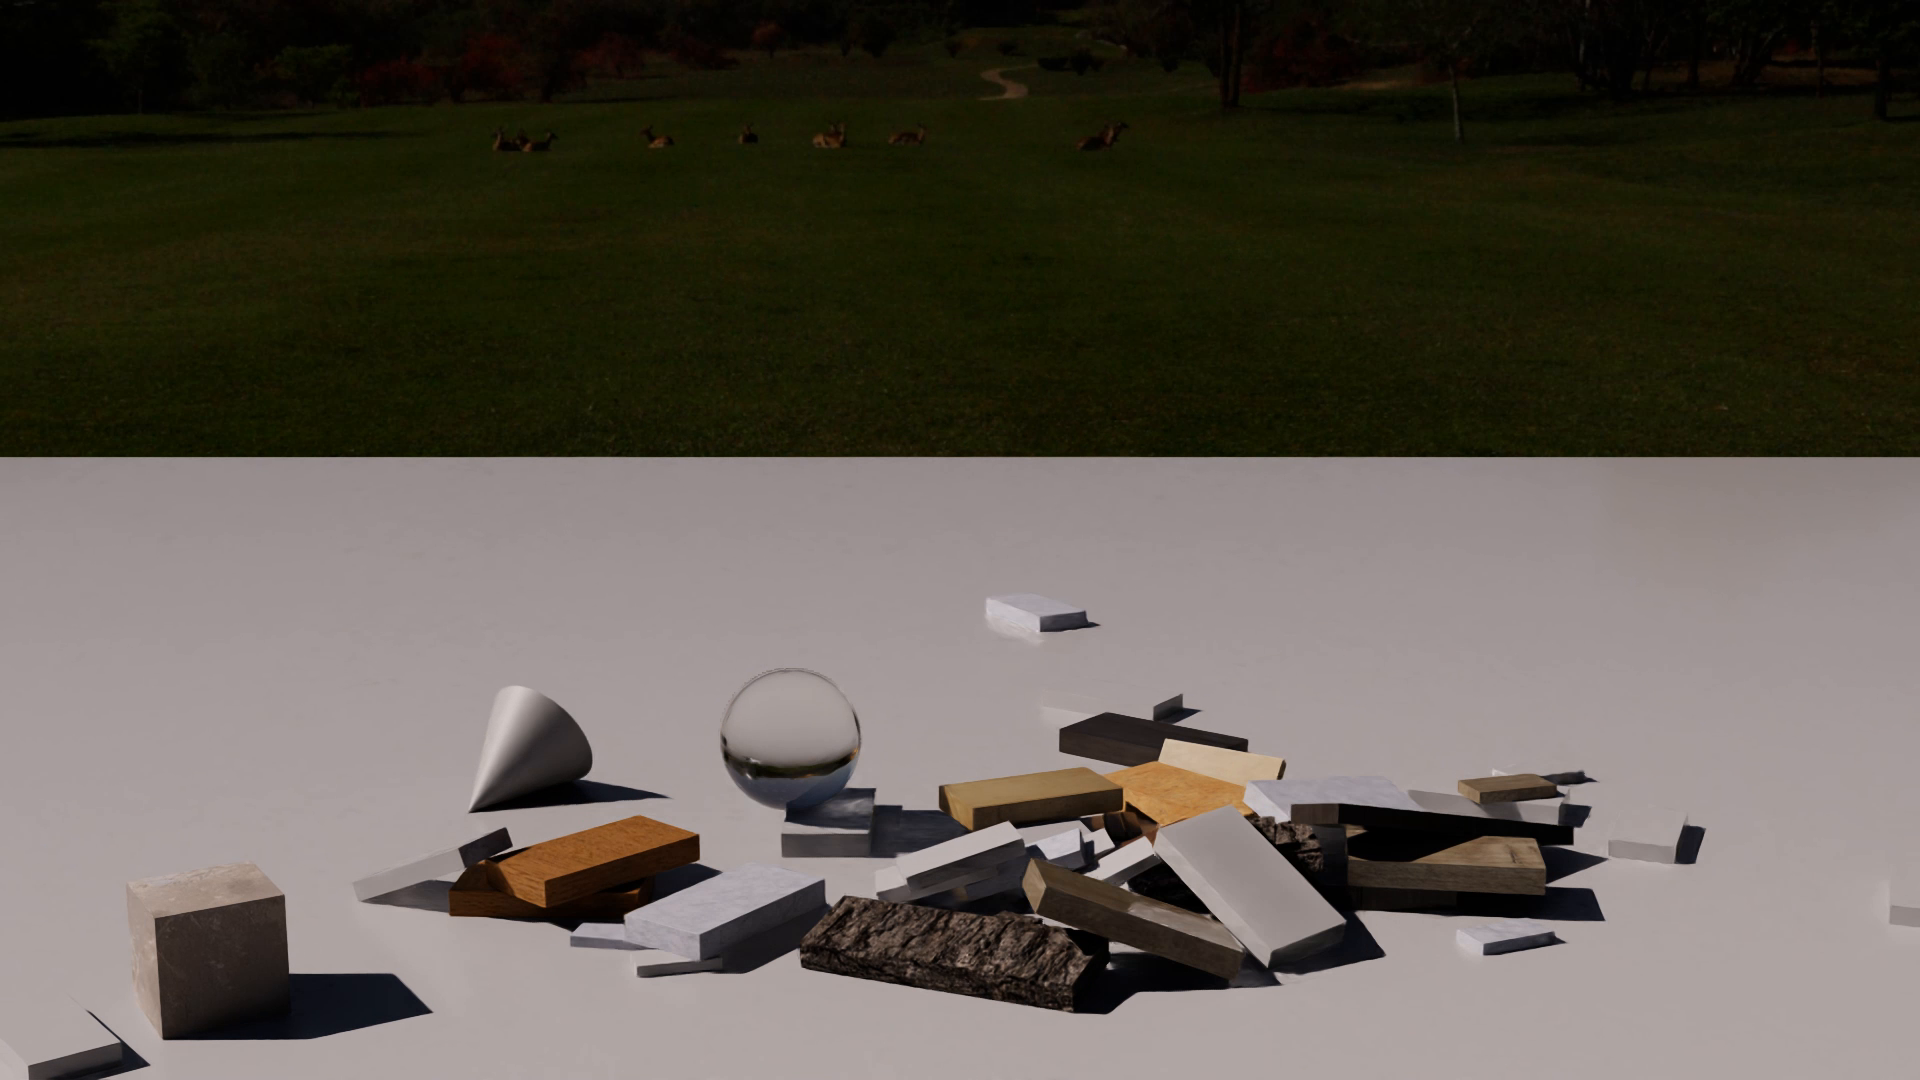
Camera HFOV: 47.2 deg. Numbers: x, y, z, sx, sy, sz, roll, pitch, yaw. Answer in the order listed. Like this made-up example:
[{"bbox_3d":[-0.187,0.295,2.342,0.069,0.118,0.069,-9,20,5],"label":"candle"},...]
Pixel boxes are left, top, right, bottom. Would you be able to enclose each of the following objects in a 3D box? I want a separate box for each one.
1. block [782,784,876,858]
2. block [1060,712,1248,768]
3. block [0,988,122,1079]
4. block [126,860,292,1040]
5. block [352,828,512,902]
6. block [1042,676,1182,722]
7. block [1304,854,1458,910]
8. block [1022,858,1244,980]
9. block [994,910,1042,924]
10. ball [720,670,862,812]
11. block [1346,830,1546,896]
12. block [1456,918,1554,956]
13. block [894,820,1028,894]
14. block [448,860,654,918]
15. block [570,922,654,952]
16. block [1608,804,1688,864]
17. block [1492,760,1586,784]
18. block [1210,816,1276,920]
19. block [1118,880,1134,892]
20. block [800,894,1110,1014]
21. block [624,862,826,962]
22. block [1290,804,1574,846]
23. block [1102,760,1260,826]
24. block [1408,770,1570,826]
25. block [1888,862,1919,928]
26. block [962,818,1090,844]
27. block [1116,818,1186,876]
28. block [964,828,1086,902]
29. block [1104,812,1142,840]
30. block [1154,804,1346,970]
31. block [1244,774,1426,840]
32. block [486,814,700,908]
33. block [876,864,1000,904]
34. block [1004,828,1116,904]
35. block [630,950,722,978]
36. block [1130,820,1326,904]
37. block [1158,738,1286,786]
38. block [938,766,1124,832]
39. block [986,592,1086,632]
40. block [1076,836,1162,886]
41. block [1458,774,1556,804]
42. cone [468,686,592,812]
[{"bbox_3d":[-0.235,0.507,3.995,0.153,0.043,0.307,0,11,0],"label":"block"},{"bbox_3d":[0.391,0.418,4.464,0.344,0.049,0.172,8,13,37],"label":"block"},{"bbox_3d":[-1.265,0.688,3.044,0.122,0.035,0.245,-9,14,-39],"label":"block"},{"bbox_3d":[-1.088,0.589,3.182,0.179,0.179,0.179,-7,12,-32],"label":"block"},{"bbox_3d":[-0.870,0.535,3.625,0.245,0.035,0.122,-20,0,28],"label":"block"},{"bbox_3d":[0.336,0.352,4.844,0.276,0.039,0.138,7,12,32],"label":"block"},{"bbox_3d":[0.654,0.569,3.661,0.312,0.044,0.156,0,11,0],"label":"block"},{"bbox_3d":[0.258,0.571,3.320,0.319,0.045,0.159,20,5,-8],"label":"block"},{"bbox_3d":[0.063,0.619,3.456,0.071,0.020,0.142,6,12,31],"label":"block"},{"bbox_3d":[-0.305,0.361,3.967,0.255,0.255,0.255,0,11,0],"label":"ball"},{"bbox_3d":[0.796,0.531,3.626,0.312,0.044,0.156,2,11,8],"label":"block"},{"bbox_3d":[0.855,0.621,3.448,0.136,0.019,0.068,-5,11,-23],"label":"block"},{"bbox_3d":[0.001,0.519,3.608,0.201,0.028,0.100,-18,12,-9],"label":"block"},{"bbox_3d":[-0.670,0.576,3.628,0.307,0.043,0.153,0,11,2],"label":"block"},{"bbox_3d":[-0.538,0.622,3.446,0.130,0.018,0.065,2,11,11],"label":"block"},{"bbox_3d":[1.232,0.525,3.934,0.112,0.032,0.225,4,11,23],"label":"block"},{"bbox_3d":[1.133,0.460,4.308,0.160,0.023,0.080,-4,11,-22],"label":"block"},{"bbox_3d":[0.458,0.533,3.546,0.098,0.028,0.196,-2,44,12],"label":"block"},{"bbox_3d":[0.248,0.588,3.514,0.071,0.020,0.142,-38,8,6],"label":"block"},{"bbox_3d":[-0.009,0.621,3.318,0.440,0.045,0.159,4,20,23],"label":"block"},{"bbox_3d":[-0.368,0.584,3.481,0.153,0.043,0.307,7,13,34],"label":"block"},{"bbox_3d":[0.807,0.483,3.725,0.553,0.032,0.113,9,-12,-32],"label":"block"},{"bbox_3d":[0.428,0.487,4.091,0.172,0.049,0.344,-9,14,-41],"label":"block"},{"bbox_3d":[0.993,0.485,4.129,0.276,0.039,0.138,5,11,23],"label":"block"},{"bbox_3d":[1.586,0.585,3.607,0.112,0.032,0.225,4,11,22],"label":"block"},{"bbox_3d":[0.119,0.518,3.922,0.172,0.049,0.344,-3,11,-14],"label":"block"},{"bbox_3d":[0.293,0.526,3.662,0.196,0.028,0.098,-23,10,5],"label":"block"},{"bbox_3d":[0.108,0.538,3.645,0.201,0.028,0.100,-19,12,7],"label":"block"},{"bbox_3d":[0.295,0.520,3.999,0.058,0.016,0.116,0,11,-2],"label":"block"},{"bbox_3d":[0.453,0.541,3.455,0.148,0.042,0.297,-14,40,-29],"label":"block"},{"bbox_3d":[0.679,0.483,3.973,0.297,0.042,0.148,1,22,-26],"label":"block"},{"bbox_3d":[-0.605,0.529,3.638,0.159,0.045,0.319,10,14,42],"label":"block"},{"bbox_3d":[-0.039,0.553,3.644,0.201,0.028,0.100,-16,12,0],"label":"block"},{"bbox_3d":[0.163,0.543,3.669,0.196,0.028,0.098,-21,12,-2],"label":"block"},{"bbox_3d":[-0.432,0.640,3.349,0.130,0.018,0.065,-3,11,-16],"label":"block"},{"bbox_3d":[0.438,0.537,3.656,0.312,0.044,0.156,-12,10,2],"label":"block"},{"bbox_3d":[0.501,0.443,4.246,0.254,0.080,0.023,7,-24,33],"label":"block"},{"bbox_3d":[0.128,0.465,3.961,0.297,0.042,0.149,-5,12,-24],"label":"block"},{"bbox_3d":[0.195,0.186,5.736,0.138,0.039,0.276,-6,12,-29],"label":"block"},{"bbox_3d":[0.253,0.536,3.585,0.142,0.020,0.071,-26,17,-7],"label":"block"},{"bbox_3d":[1.016,0.461,4.085,0.160,0.023,0.080,-3,11,-17],"label":"block"},{"bbox_3d":[-0.863,0.442,4.179,0.234,0.234,0.234,6,39,31],"label":"cone"}]
